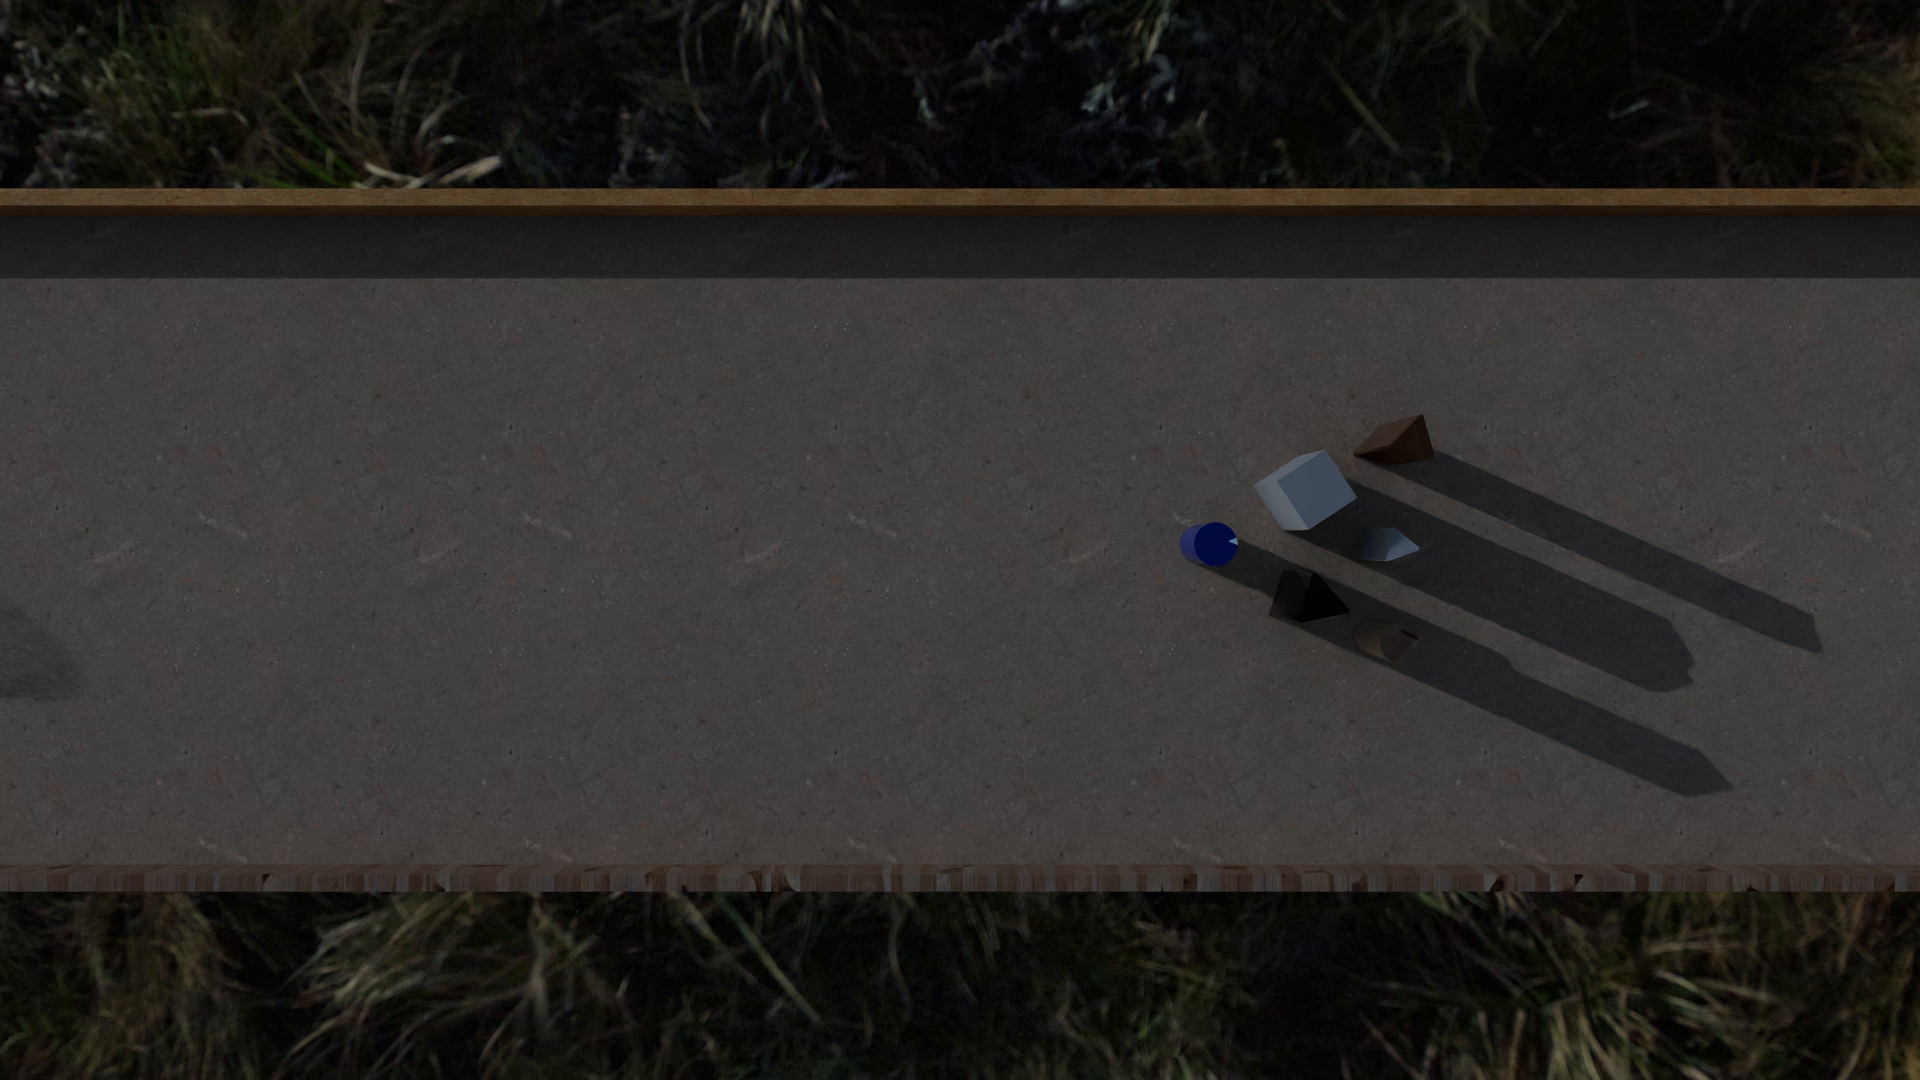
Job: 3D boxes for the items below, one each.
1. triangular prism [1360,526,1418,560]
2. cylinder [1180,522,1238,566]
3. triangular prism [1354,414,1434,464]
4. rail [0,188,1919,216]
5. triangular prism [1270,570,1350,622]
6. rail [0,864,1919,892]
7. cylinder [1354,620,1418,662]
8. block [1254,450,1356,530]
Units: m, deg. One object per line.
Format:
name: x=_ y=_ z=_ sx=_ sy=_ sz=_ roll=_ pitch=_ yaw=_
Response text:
triangular prism: x=1.264 y=0.002 z=4.920 sx=0.100 sy=0.314 sz=0.086 roll=-21 pitch=90 yaw=0
cylinder: x=0.740 y=0.012 z=4.925 sx=0.127 sy=0.303 sz=0.127 roll=0 pitch=90 yaw=0
triangular prism: x=1.284 y=-0.300 z=4.854 sx=0.125 sy=0.444 sz=0.108 roll=14 pitch=90 yaw=0
rail: x=-2.247 y=-1.025 z=5.002 sx=12.000 sy=0.150 sz=0.050 roll=0 pitch=90 yaw=0
triangular prism: x=1.012 y=0.154 z=4.862 sx=0.148 sy=0.429 sz=0.128 roll=-12 pitch=90 yaw=0
rail: x=-2.247 y=1.025 z=5.001 sx=12.000 sy=0.150 sz=0.050 roll=0 pitch=90 yaw=0
cylinder: x=1.270 y=0.298 z=4.921 sx=0.111 sy=0.311 sz=0.111 roll=0 pitch=90 yaw=0
block: x=1.016 y=-0.144 z=4.885 sx=0.165 sy=0.383 sz=0.165 roll=-33 pitch=90 yaw=0
